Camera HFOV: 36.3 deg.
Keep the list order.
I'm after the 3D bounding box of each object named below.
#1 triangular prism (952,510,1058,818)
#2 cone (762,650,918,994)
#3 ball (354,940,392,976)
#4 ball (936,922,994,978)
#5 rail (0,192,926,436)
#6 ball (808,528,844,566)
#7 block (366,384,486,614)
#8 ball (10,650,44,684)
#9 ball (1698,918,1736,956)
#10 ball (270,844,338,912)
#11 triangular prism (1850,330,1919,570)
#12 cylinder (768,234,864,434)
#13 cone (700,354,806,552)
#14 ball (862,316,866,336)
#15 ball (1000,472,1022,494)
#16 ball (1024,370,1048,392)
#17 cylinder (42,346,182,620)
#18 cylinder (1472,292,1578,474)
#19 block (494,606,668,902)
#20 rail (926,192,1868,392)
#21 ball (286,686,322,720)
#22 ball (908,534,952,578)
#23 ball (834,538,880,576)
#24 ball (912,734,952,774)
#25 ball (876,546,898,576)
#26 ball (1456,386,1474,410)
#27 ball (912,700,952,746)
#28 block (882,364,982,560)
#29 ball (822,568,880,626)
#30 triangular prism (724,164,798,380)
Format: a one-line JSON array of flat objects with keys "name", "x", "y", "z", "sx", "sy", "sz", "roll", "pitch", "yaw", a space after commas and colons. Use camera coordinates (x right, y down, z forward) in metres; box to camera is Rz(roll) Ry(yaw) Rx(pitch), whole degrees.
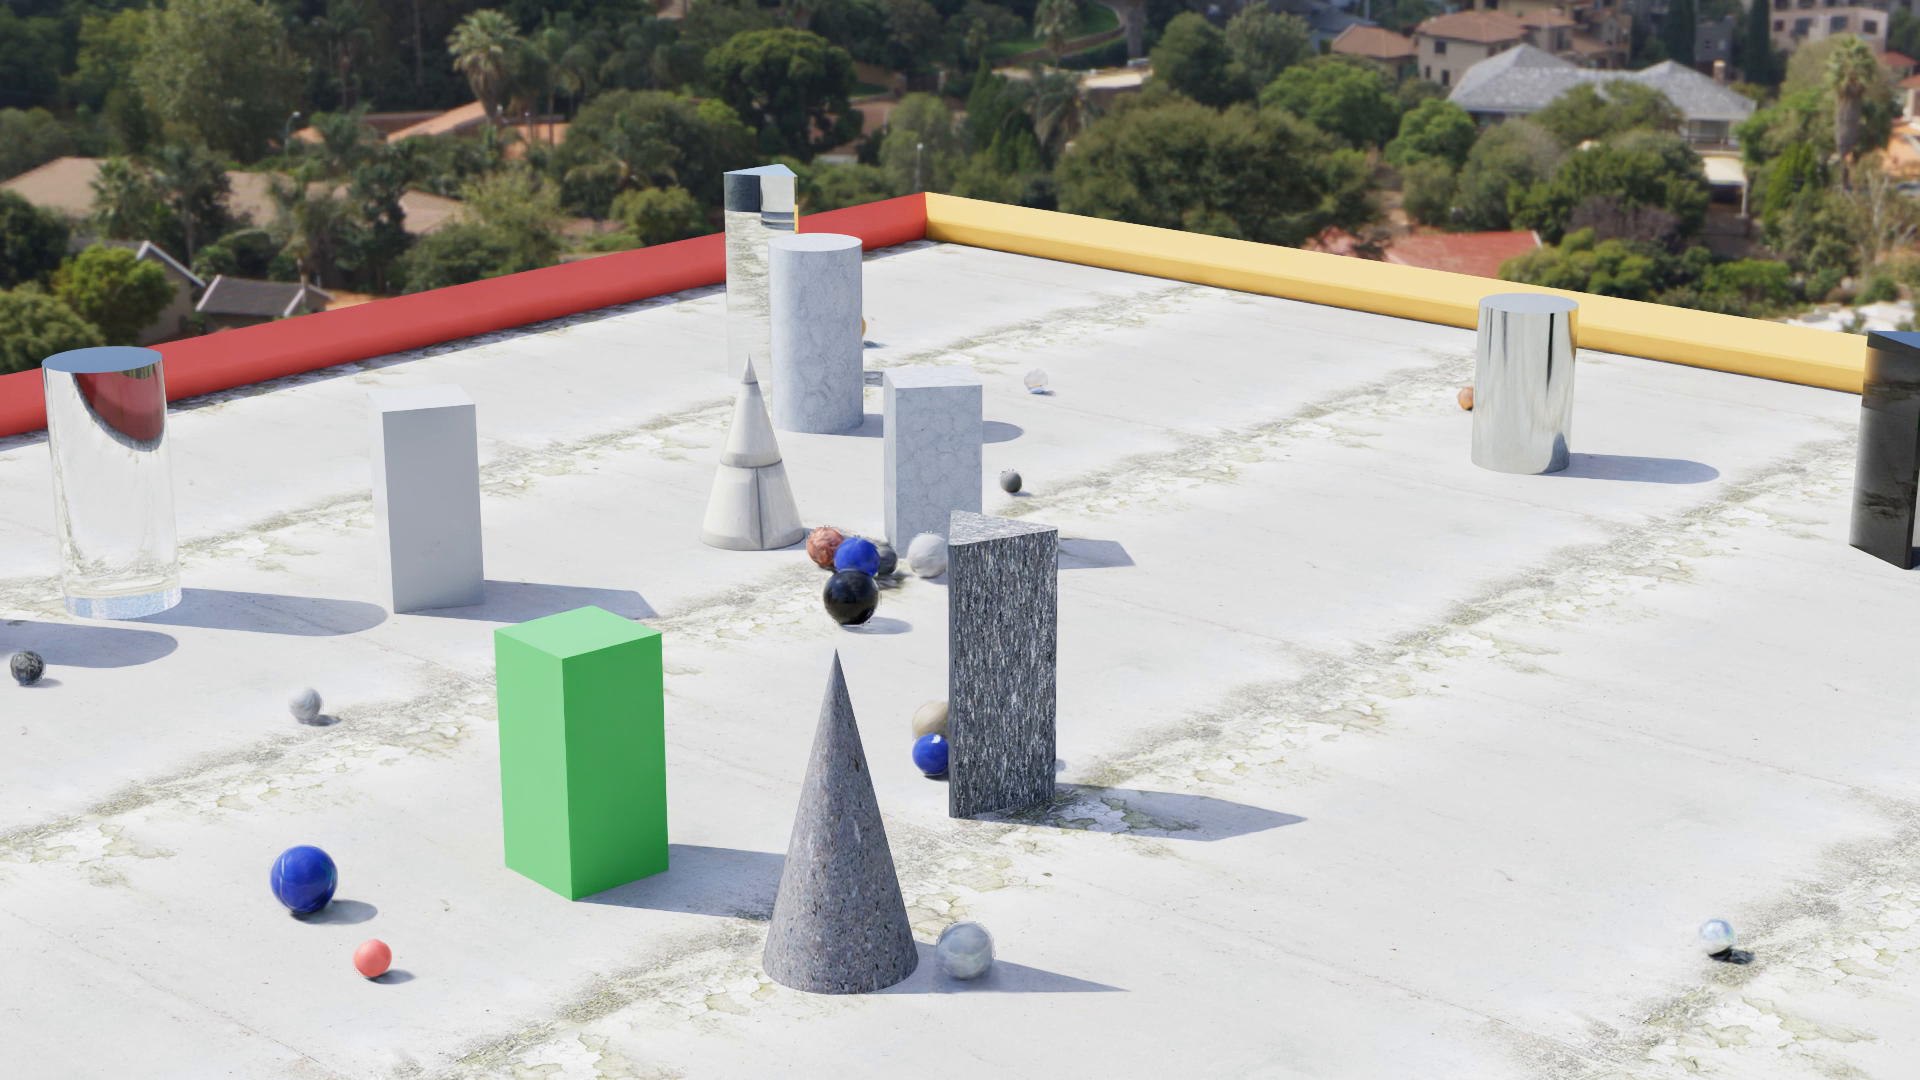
[{"name": "triangular prism", "x": 0.028, "y": 0.170, "z": 4.191, "sx": 0.171, "sy": 0.404, "sz": 0.148, "roll": -9, "pitch": 19, "yaw": -27}, {"name": "cone", "x": -0.151, "y": 0.329, "z": 3.634, "sx": 0.198, "sy": 0.419, "sz": 0.198, "roll": 0, "pitch": 17, "yaw": 0}, {"name": "ball", "x": -0.730, "y": 0.520, "z": 3.648, "sx": 0.046, "sy": 0.046, "sz": 0.046, "roll": 0, "pitch": 17, "yaw": 0}, {"name": "ball", "x": 0.006, "y": 0.509, "z": 3.641, "sx": 0.070, "sy": 0.070, "sz": 0.070, "roll": 0, "pitch": 17, "yaw": 0}, {"name": "rail", "x": -1.668, "y": -0.386, "z": 6.506, "sx": 0.045, "sy": 0.129, "sz": 4.844, "roll": 14, "pitch": 22, "yaw": 39}, {"name": "ball", "x": -0.240, "y": 0.012, "z": 5.291, "sx": 0.070, "sy": 0.070, "sz": 0.070, "roll": 0, "pitch": 17, "yaw": 0}, {"name": "block", "x": -0.926, "y": -0.074, "z": 5.079, "sx": 0.158, "sy": 0.357, "sz": 0.158, "roll": -6, "pitch": 18, "yaw": -20}, {"name": "ball", "x": -1.492, "y": 0.203, "z": 4.688, "sx": 0.053, "sy": 0.053, "sz": 0.053, "roll": 0, "pitch": 17, "yaw": 0}, {"name": "ball", "x": 0.956, "y": 0.502, "z": 3.705, "sx": 0.047, "sy": 0.047, "sz": 0.047, "roll": 0, "pitch": 17, "yaw": 0}, {"name": "ball", "x": -0.857, "y": 0.442, "z": 3.832, "sx": 0.089, "sy": 0.089, "sz": 0.089, "roll": 0, "pitch": 17, "yaw": 0}, {"name": "triangular prism", "x": 1.702, "y": -0.172, "z": 5.323, "sx": 0.148, "sy": 0.404, "sz": 0.171, "roll": 14, "pitch": 22, "yaw": 38}, {"name": "cylinder", "x": -0.305, "y": -0.441, "z": 6.237, "sx": 0.198, "sy": 0.392, "sz": 0.198, "roll": 0, "pitch": 17, "yaw": 0}, {"name": "cone", "x": -0.388, "y": -0.176, "z": 5.427, "sx": 0.198, "sy": 0.353, "sz": 0.198, "roll": 0, "pitch": 17, "yaw": 0}, {"name": "ball", "x": -0.268, "y": -0.509, "z": 6.992, "sx": 0.087, "sy": 0.087, "sz": 0.087, "roll": 0, "pitch": 17, "yaw": 0}, {"name": "ball", "x": 0.100, "y": -0.113, "z": 5.752, "sx": 0.043, "sy": 0.043, "sz": 0.043, "roll": 0, "pitch": 17, "yaw": 0}, {"name": "ball", "x": 0.170, "y": -0.355, "z": 6.538, "sx": 0.053, "sy": 0.053, "sz": 0.053, "roll": 0, "pitch": 17, "yaw": 0}, {"name": "cylinder", "x": -1.455, "y": -0.100, "z": 5.036, "sx": 0.198, "sy": 0.431, "sz": 0.198, "roll": 0, "pitch": 17, "yaw": 0}, {"name": "cylinder", "x": 1.143, "y": -0.318, "z": 5.936, "sx": 0.198, "sy": 0.330, "sz": 0.198, "roll": 0, "pitch": 17, "yaw": 0}, {"name": "block", "x": -0.506, "y": 0.283, "z": 3.928, "sx": 0.158, "sy": 0.338, "sz": 0.158, "roll": -14, "pitch": 22, "yaw": -40}, {"name": "rail", "x": 1.572, "y": -0.490, "z": 6.854, "sx": 4.465, "sy": 0.129, "sz": 0.045, "roll": 14, "pitch": 22, "yaw": 39}, {"name": "ball", "x": -1.012, "y": 0.251, "z": 4.527, "sx": 0.053, "sy": 0.053, "sz": 0.053, "roll": 0, "pitch": 17, "yaw": 0}, {"name": "ball", "x": -0.054, "y": 0.028, "z": 5.223, "sx": 0.079, "sy": 0.079, "sz": 0.079, "roll": 0, "pitch": 17, "yaw": 0}, {"name": "ball", "x": -0.183, "y": 0.036, "z": 5.194, "sx": 0.081, "sy": 0.081, "sz": 0.081, "roll": 0, "pitch": 17, "yaw": 0}, {"name": "ball", "x": -0.041, "y": 0.314, "z": 4.307, "sx": 0.060, "sy": 0.060, "sz": 0.060, "roll": 0, "pitch": 17, "yaw": 0}, {"name": "ball", "x": -0.136, "y": 0.037, "z": 5.241, "sx": 0.051, "sy": 0.051, "sz": 0.051, "roll": 0, "pitch": 17, "yaw": 0}, {"name": "ball", "x": 1.108, "y": -0.308, "z": 6.389, "sx": 0.051, "sy": 0.051, "sz": 0.051, "roll": 0, "pitch": 17, "yaw": 0}, {"name": "ball", "x": -0.032, "y": 0.279, "z": 4.388, "sx": 0.080, "sy": 0.080, "sz": 0.080, "roll": 0, "pitch": 17, "yaw": 0}, {"name": "block", "x": -0.051, "y": -0.145, "z": 5.379, "sx": 0.158, "sy": 0.320, "sz": 0.158, "roll": -3, "pitch": 17, "yaw": -9}, {"name": "ball", "x": -0.185, "y": 0.096, "z": 4.964, "sx": 0.098, "sy": 0.098, "sz": 0.098, "roll": 0, "pitch": 17, "yaw": 0}, {"name": "triangular prism", "x": -0.426, "y": -0.609, "z": 6.660, "sx": 0.171, "sy": 0.469, "sz": 0.148, "roll": 5, "pitch": 17, "yaw": 15}]
